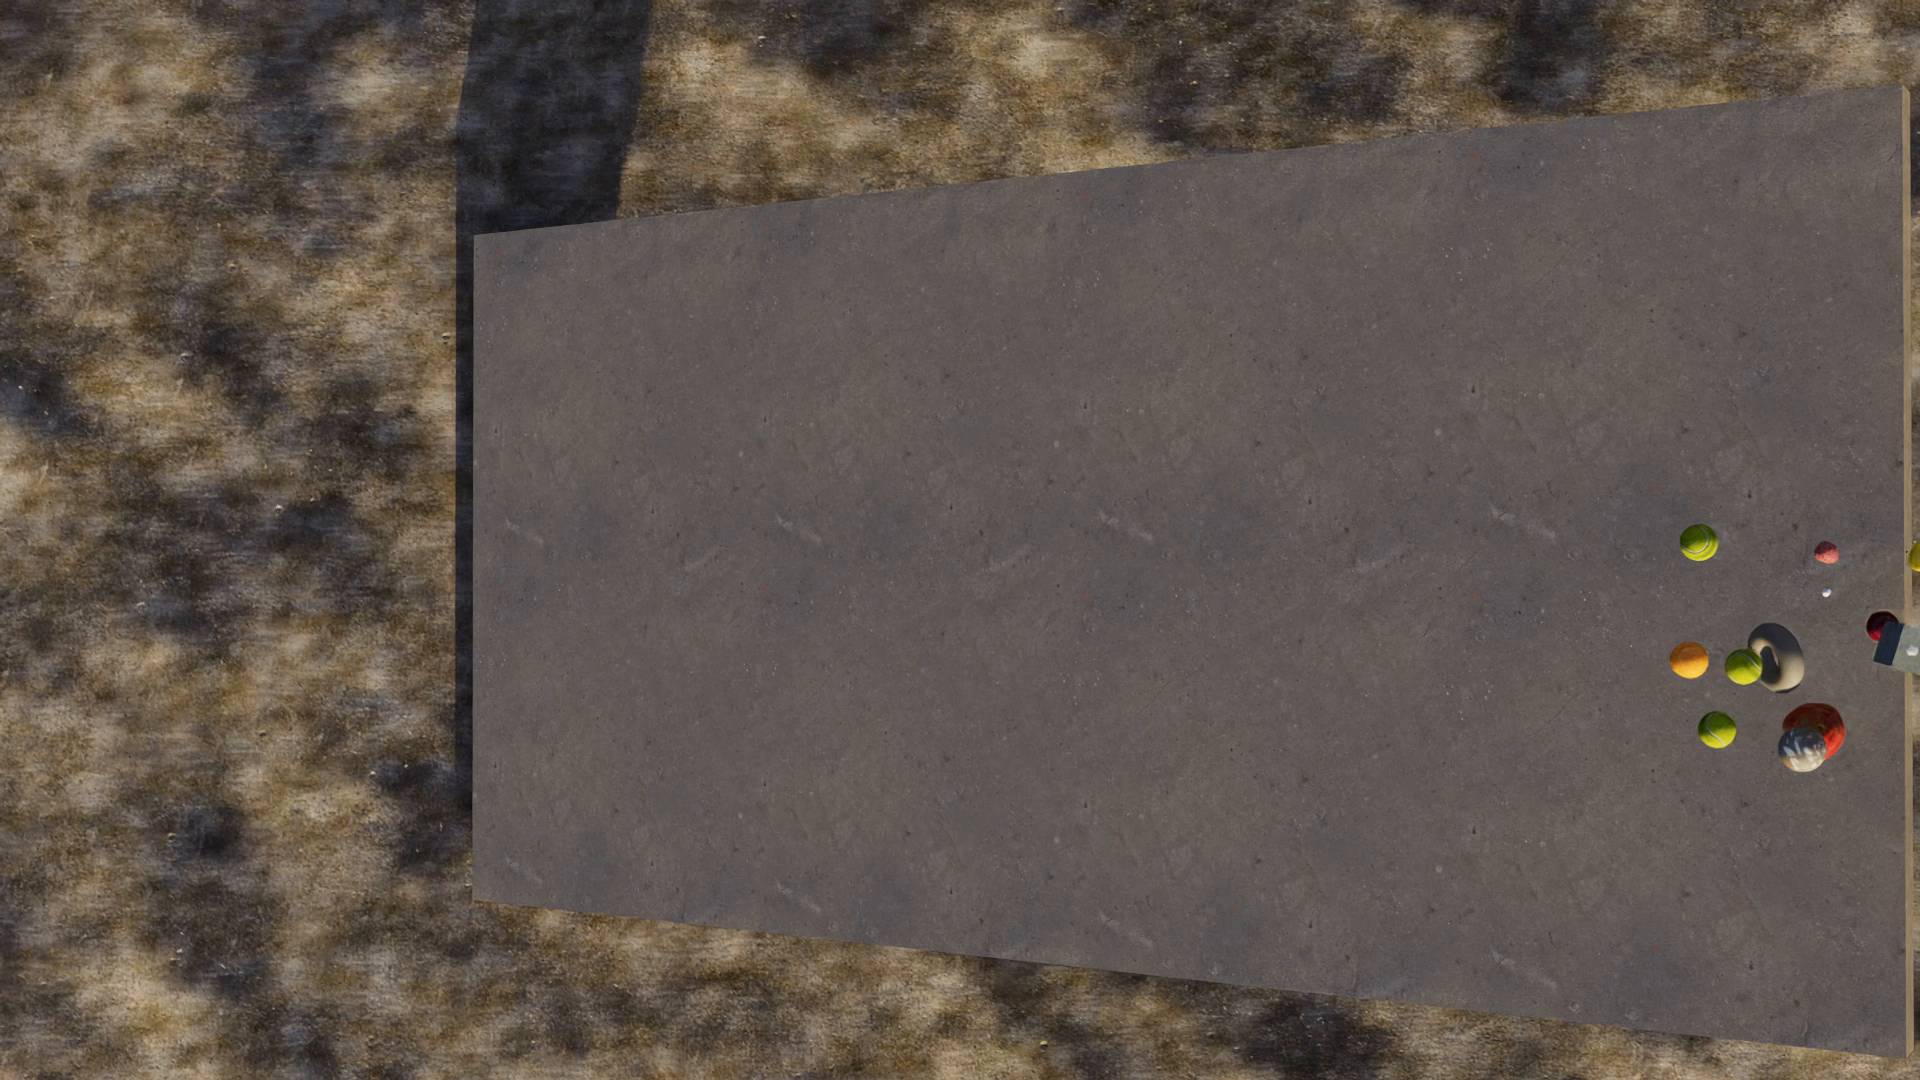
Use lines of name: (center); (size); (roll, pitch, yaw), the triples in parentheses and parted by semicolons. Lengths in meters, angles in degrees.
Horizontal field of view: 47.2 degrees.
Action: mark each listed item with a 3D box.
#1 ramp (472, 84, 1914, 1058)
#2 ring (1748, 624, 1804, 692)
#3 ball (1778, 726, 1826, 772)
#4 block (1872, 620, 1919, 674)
ramp: (0.263, 0.072, 5.606); (4.000, 0.100, 2.000); (0, 89, 32)
ring: (1.604, 0.232, 4.325); (0.047, 0.142, 0.142); (-15, 89, -15)
ball: (1.529, 0.380, 3.991); (0.083, 0.083, 0.083); (0, 89, 0)
block: (1.669, 0.192, 3.867); (0.076, 0.076, 0.076); (16, 93, -1)
